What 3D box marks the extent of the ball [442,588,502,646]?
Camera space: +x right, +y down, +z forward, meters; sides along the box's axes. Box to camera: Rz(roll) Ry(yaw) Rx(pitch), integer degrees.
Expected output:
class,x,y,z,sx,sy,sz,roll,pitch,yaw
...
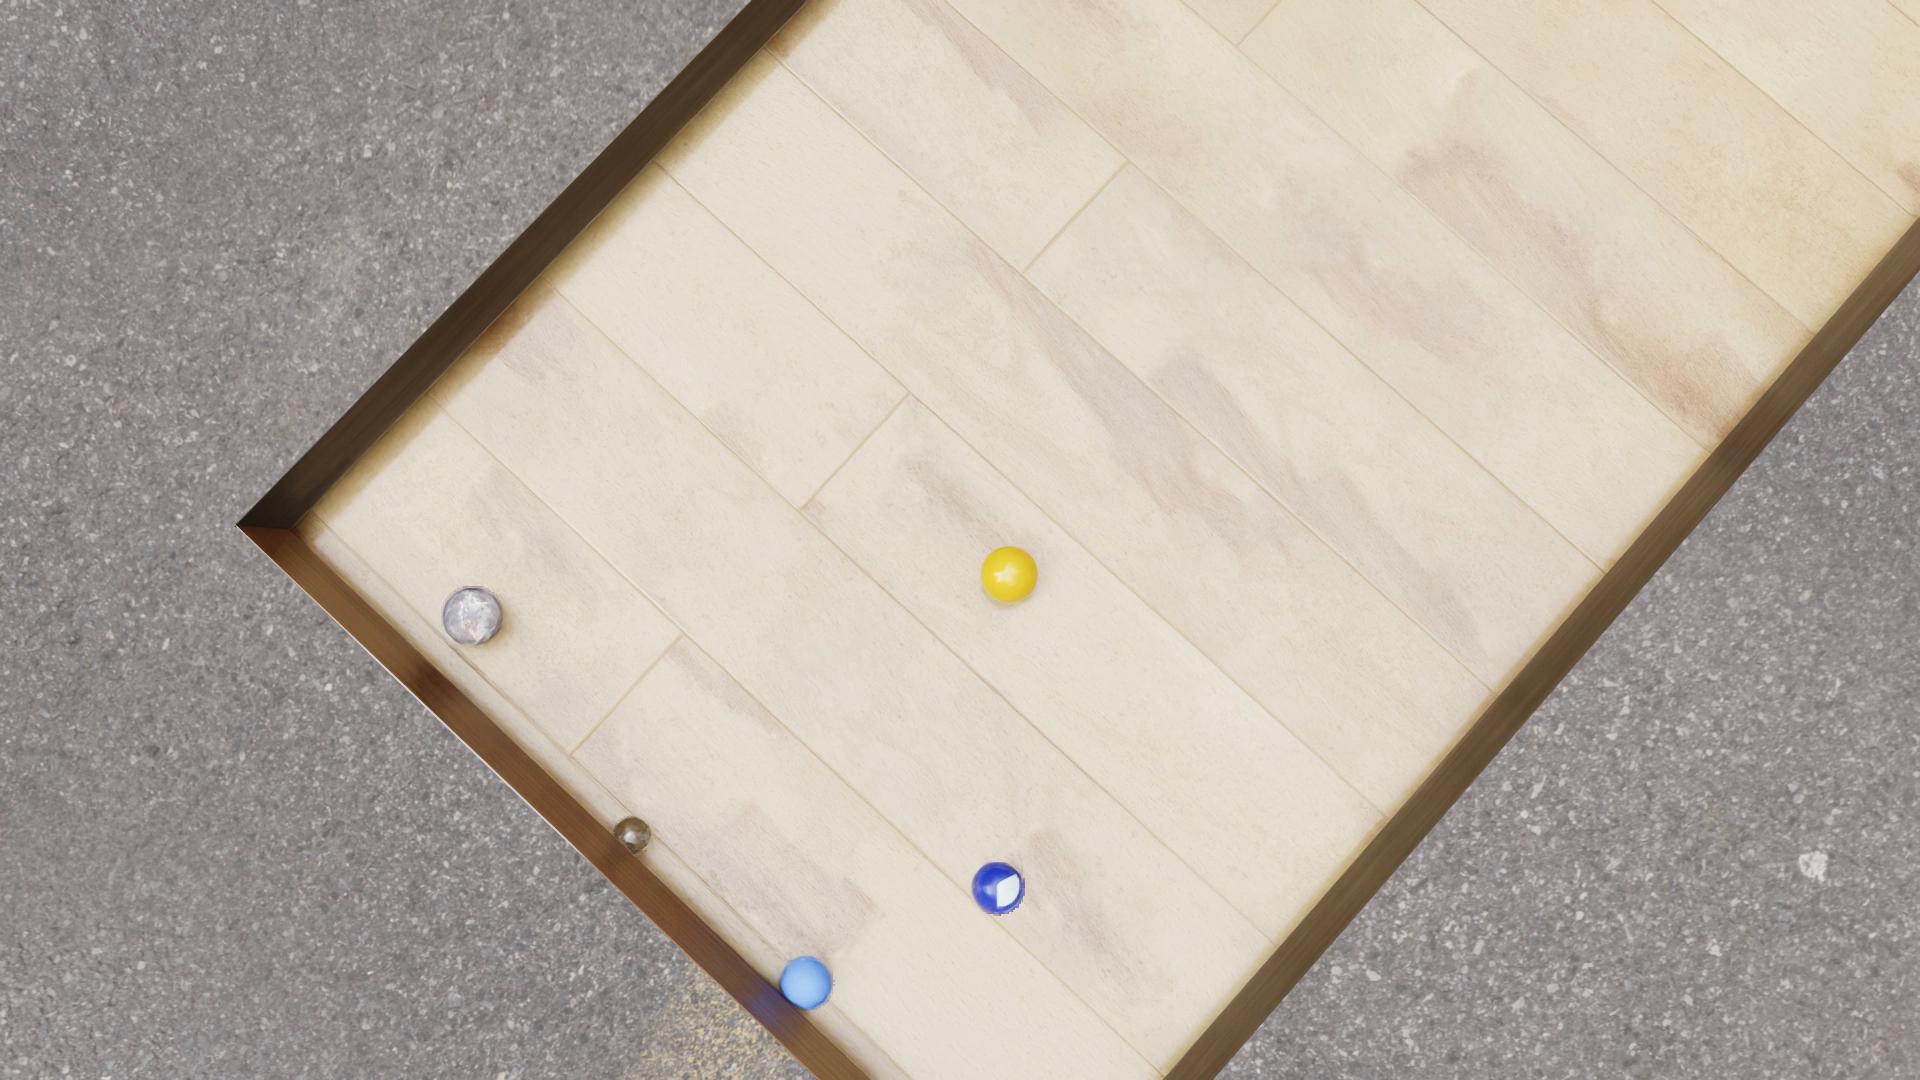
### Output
class,x,y,z,sx,sy,sz,roll,pitch,yaw
ball,-0.721,0.114,3.251,0.087,0.087,0.087,0,81,0

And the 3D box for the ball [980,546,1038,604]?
class,x,y,z,sx,sy,sz,roll,pitch,yaw
ball,0.073,0.051,3.262,0.086,0.086,0.086,0,81,0

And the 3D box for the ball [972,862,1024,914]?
class,x,y,z,sx,sy,sz,roll,pitch,yaw
ball,0.054,0.504,3.192,0.075,0.075,0.075,0,81,0

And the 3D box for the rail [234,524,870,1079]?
class,x,y,z,sx,sy,sz,roll,pitch,yaw
rail,-0.462,0.495,3.173,1.572,0.113,0.045,42,83,6

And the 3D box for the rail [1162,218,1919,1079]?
class,x,y,z,sx,sy,sz,roll,pitch,yaw
rail,1.040,-0.010,3.257,0.045,0.113,2.831,42,83,6

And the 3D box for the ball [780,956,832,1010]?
class,x,y,z,sx,sy,sz,roll,pitch,yaw
ball,-0.222,0.638,3.170,0.075,0.075,0.075,0,81,0

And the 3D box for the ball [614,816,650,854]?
class,x,y,z,sx,sy,sz,roll,pitch,yaw
ball,-0.480,0.432,3.214,0.054,0.054,0.054,0,81,0

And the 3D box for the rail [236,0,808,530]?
class,x,y,z,sx,sy,sz,roll,pitch,yaw
rail,-0.084,-1.026,3.426,0.045,0.113,2.831,42,83,6
